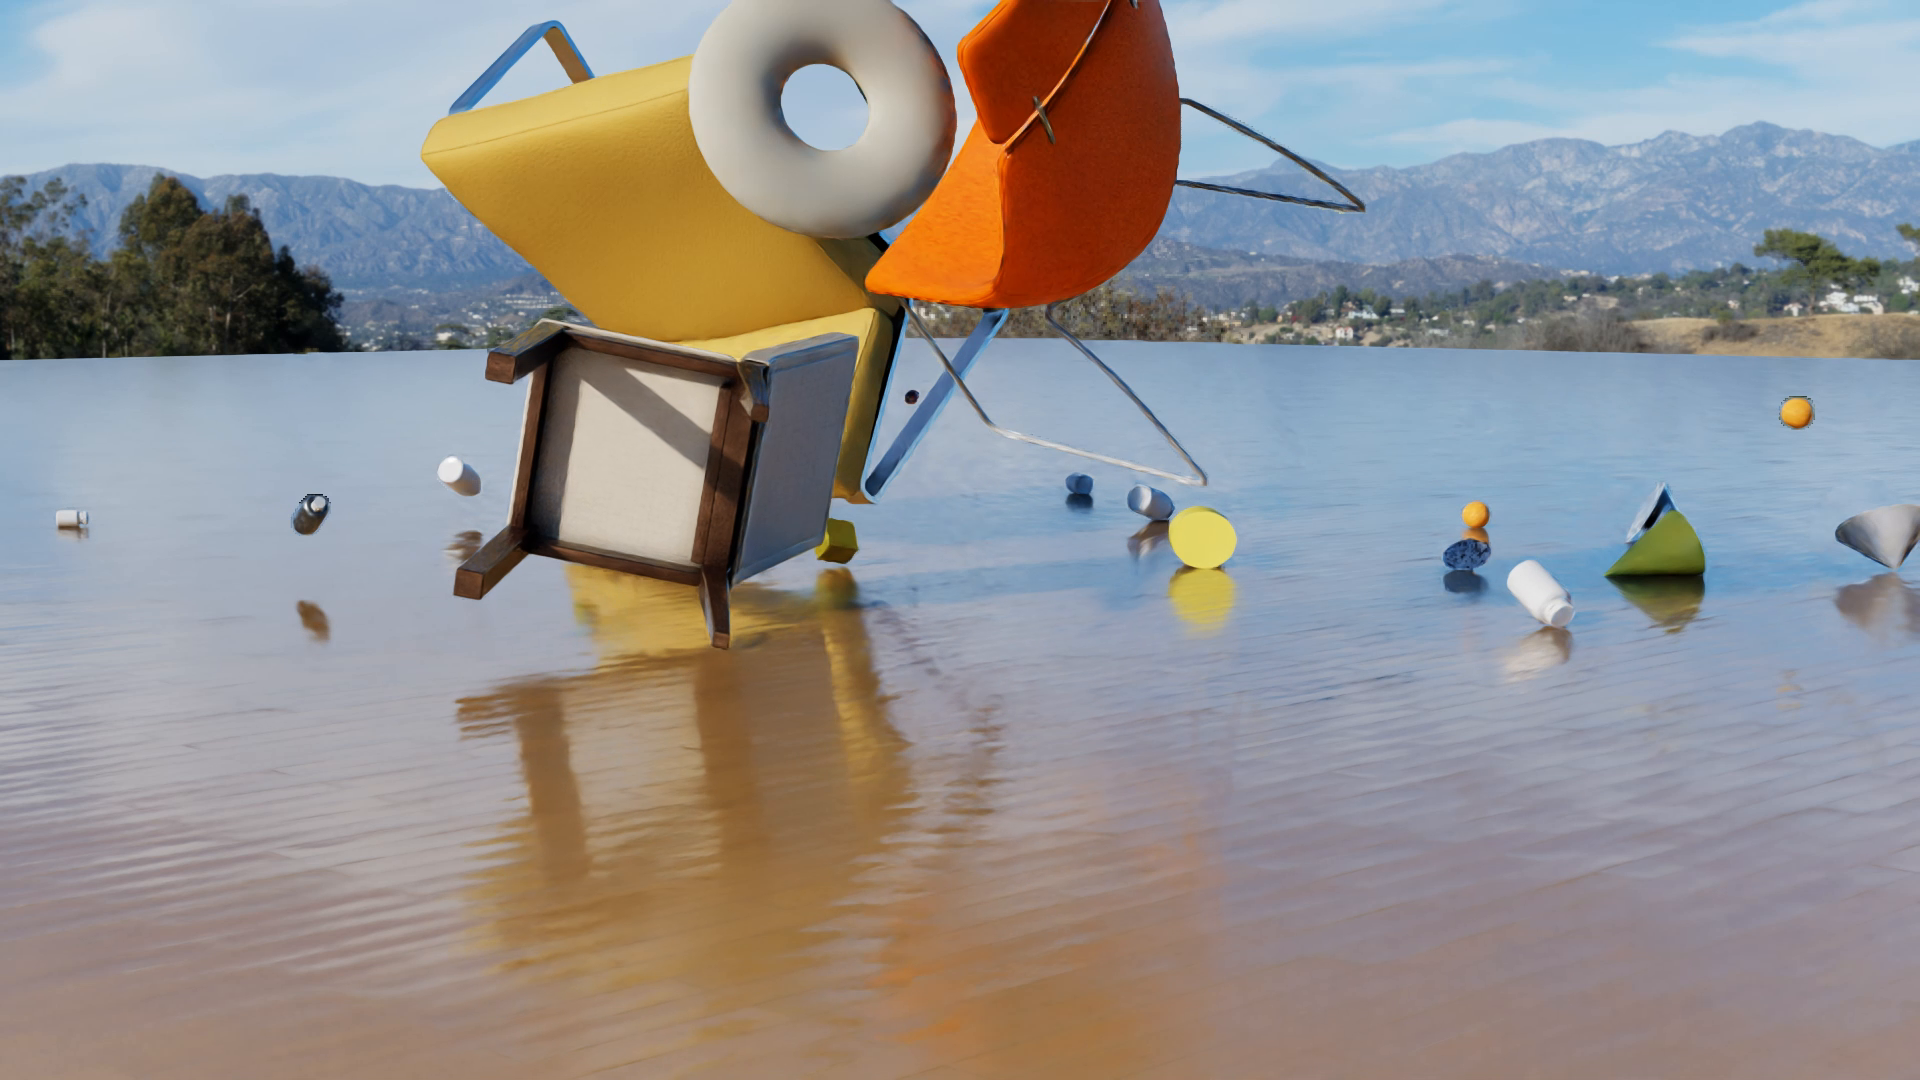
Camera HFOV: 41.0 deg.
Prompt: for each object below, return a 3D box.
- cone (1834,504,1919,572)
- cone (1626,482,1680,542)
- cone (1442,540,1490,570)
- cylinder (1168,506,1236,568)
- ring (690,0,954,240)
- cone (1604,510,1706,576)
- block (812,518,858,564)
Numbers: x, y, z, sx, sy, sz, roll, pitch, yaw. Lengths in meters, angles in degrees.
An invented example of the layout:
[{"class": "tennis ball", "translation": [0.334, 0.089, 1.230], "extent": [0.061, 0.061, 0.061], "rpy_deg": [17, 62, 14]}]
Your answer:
[{"class": "cone", "translation": [2.083, 0.020, 5.746], "extent": [0.218, 0.115, 0.212], "rpy_deg": [0, -27, -9]}, {"class": "cone", "translation": [1.760, -0.032, 6.355], "extent": [0.145, 0.168, 0.198], "rpy_deg": [32, 39, 4]}, {"class": "cone", "translation": [1.141, 0.047, 5.790], "extent": [0.111, 0.078, 0.054], "rpy_deg": [-19, -31, -7]}, {"class": "cylinder", "translation": [0.552, -0.007, 5.851], "extent": [0.147, 0.129, 0.136], "rpy_deg": [3, 6, 1]}, {"class": "ring", "translation": [-0.209, -0.672, 3.983], "extent": [0.451, 0.417, 0.073], "rpy_deg": [-7, -3, -27]}, {"class": "cone", "translation": [1.510, 0.041, 5.660], "extent": [0.205, 0.144, 0.164], "rpy_deg": [-21, 48, -6]}, {"class": "block", "translation": [-0.284, 0.003, 5.841], "extent": [0.074, 0.075, 0.063], "rpy_deg": [10, -40, -30]}]
